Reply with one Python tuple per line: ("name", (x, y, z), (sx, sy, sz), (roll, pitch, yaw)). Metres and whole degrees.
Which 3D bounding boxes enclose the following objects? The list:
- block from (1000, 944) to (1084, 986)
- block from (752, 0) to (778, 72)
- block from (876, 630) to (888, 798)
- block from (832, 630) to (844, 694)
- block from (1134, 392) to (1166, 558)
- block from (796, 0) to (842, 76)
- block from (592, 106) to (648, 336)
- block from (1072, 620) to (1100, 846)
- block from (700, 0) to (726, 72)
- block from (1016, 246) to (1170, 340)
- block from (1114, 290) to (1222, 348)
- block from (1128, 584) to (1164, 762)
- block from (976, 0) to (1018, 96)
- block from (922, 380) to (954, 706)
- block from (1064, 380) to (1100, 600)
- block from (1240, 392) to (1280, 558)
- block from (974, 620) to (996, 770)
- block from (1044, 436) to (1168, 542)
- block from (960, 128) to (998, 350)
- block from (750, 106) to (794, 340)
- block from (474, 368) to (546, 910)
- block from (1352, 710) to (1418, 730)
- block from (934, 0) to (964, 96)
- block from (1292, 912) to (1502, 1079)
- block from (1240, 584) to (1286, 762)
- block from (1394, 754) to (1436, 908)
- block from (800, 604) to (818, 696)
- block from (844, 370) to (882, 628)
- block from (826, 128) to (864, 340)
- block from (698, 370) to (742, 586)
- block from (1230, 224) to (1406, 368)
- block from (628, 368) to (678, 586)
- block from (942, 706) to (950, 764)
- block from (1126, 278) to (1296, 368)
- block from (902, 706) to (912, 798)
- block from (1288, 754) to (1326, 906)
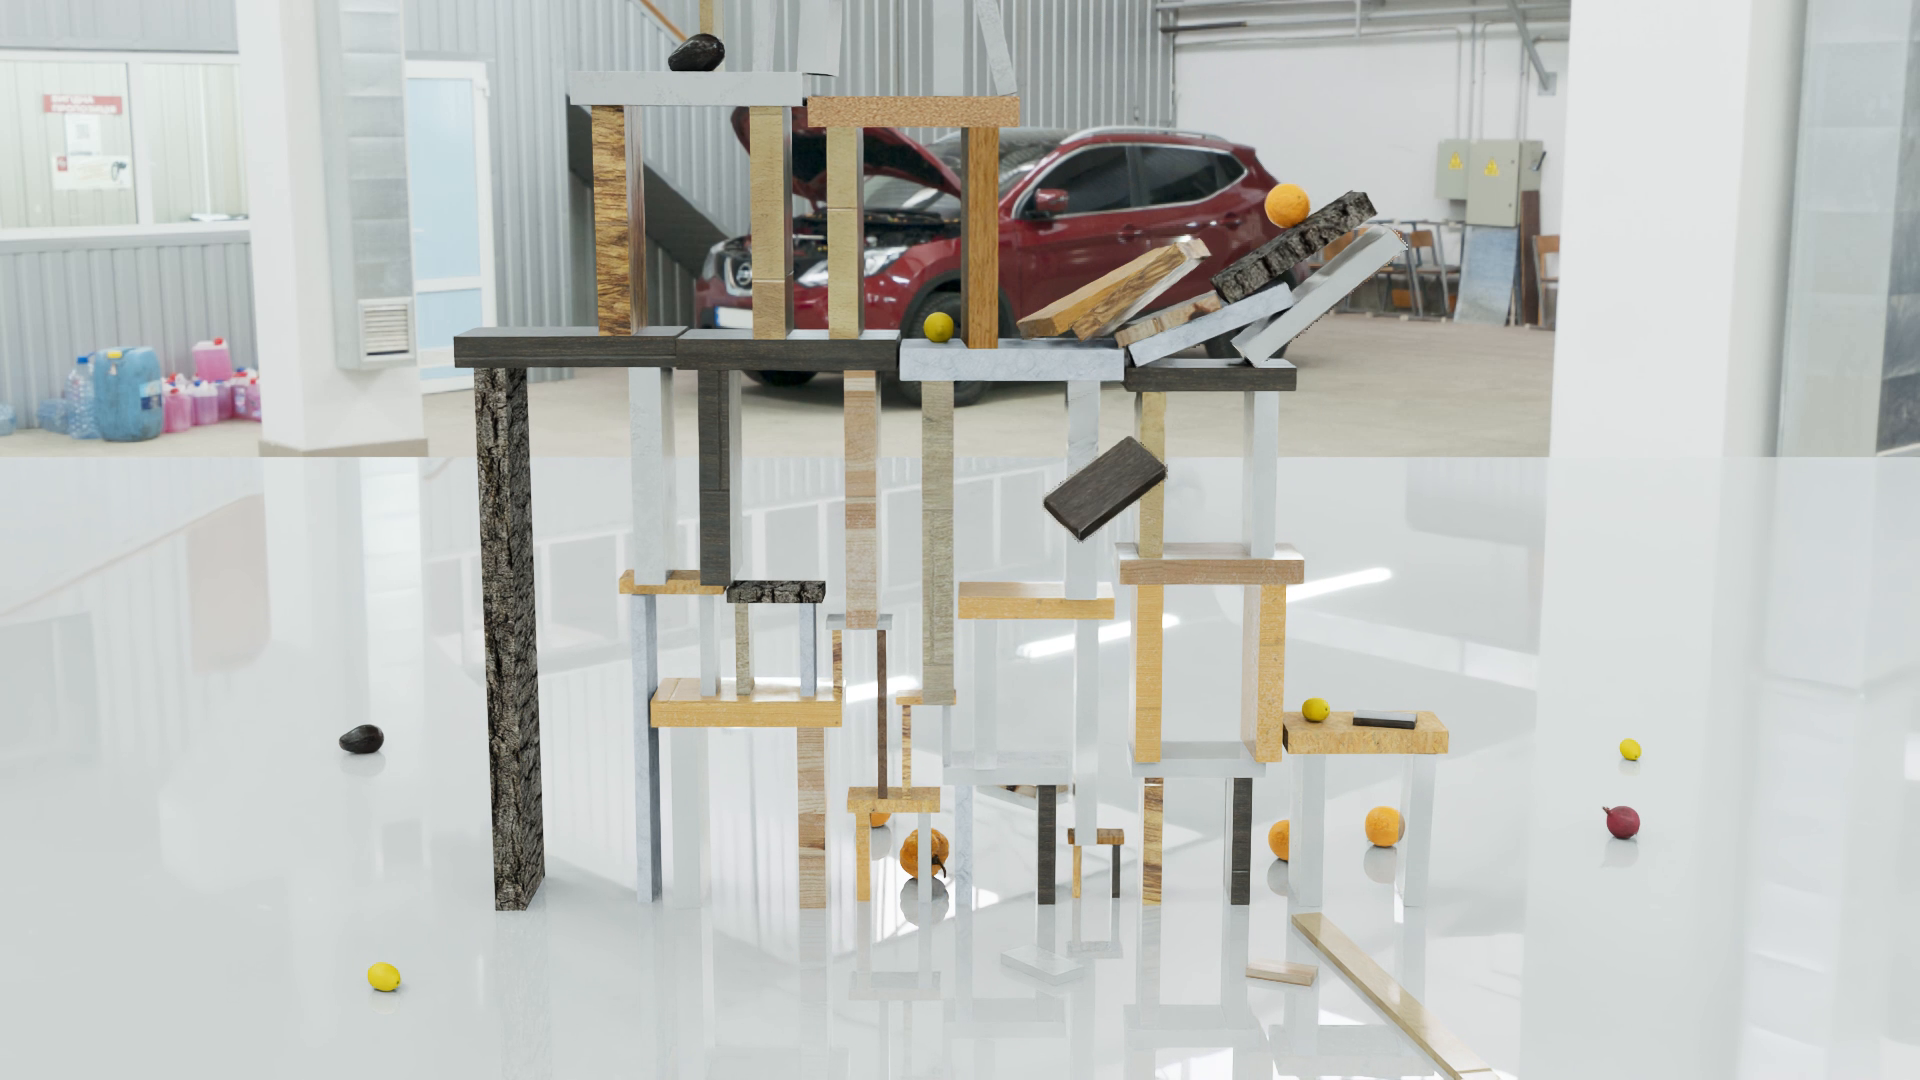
("block", (0.125, 0.644, 3.334), (0.060, 0.017, 0.121), (-9, 14, -40))
("block", (-0.301, -0.800, 3.405), (0.021, 0.151, 0.076), (5, 11, 2))
("block", (-0.127, 0.280, 3.609), (0.015, 0.284, 0.054), (0, 11, 0))
("block", (-0.199, 0.193, 3.593), (0.015, 0.107, 0.054), (0, 11, 0))
("block", (0.305, -0.115, 3.542), (0.038, 0.266, 0.133), (0, 11, 0))
("block", (-0.210, -0.877, 3.395), (0.044, 0.311, 0.155), (5, 11, 4))
("block", (-0.538, -0.508, 3.484), (0.050, 0.353, 0.176), (0, 11, 1))
("block", (0.206, 0.301, 3.611), (0.035, 0.378, 0.125), (0, 10, 1))
("block", (-0.387, -0.806, 3.435), (0.021, 0.151, 0.076), (1, 11, 7))
("block", (0.241, -0.406, 3.578), (0.303, 0.031, 0.110), (-30, 14, -26))
("block", (0.328, -0.349, 3.463), (0.169, 0.024, 0.085), (-20, 9, 10))
("block", (0.303, 0.202, 3.596), (0.041, 0.293, 0.146), (0, 11, 0))
("block", (0.048, -0.800, 3.413), (0.031, 0.220, 0.110), (-13, 10, 3))
("block", (-0.035, -0.008, 3.562), (0.049, 0.522, 0.175), (0, 11, 0))
("block", (0.195, -0.093, 3.547), (0.049, 0.349, 0.175), (0, 11, 1))
("block", (0.482, -0.114, 3.542), (0.038, 0.266, 0.133), (0, 11, 0))
("block", (0.041, 0.238, 3.602), (0.035, 0.250, 0.125), (0, 10, 0))
("block", (0.218, -0.078, 3.295), (0.169, 0.024, 0.085), (-37, 57, -14))
("block", (0.030, -0.479, 3.470), (0.046, 0.339, 0.162), (-1, 11, -4))
("block", (-0.296, -0.503, 3.469), (0.050, 0.356, 0.176), (0, 11, 0))
("block", (-0.734, 0.153, 3.592), (0.049, 0.887, 0.173), (0, 11, 0))
("block", (0.696, 0.294, 3.601), (0.099, 0.014, 0.050), (3, 11, 17))
("block", (-0.015, -0.862, 3.402), (0.044, 0.346, 0.155), (1, 11, 1))
("block", (0.630, 0.669, 3.207), (0.050, 0.014, 0.690), (-2, 11, -12))
("block", (0.495, 0.202, 3.595), (0.041, 0.292, 0.146), (-1, 11, -3))
("block", (0.755, 0.462, 3.645), (0.037, 0.259, 0.130), (3, 11, 5))
("block", (-0.247, 0.171, 3.587), (0.022, 0.154, 0.077), (0, 11, 0))
("block", (-0.155, -0.077, 3.546), (0.049, 0.412, 0.171), (0, 11, 1))
("block", (-0.180, -0.487, 3.470), (0.046, 0.324, 0.162), (0, 11, 1))
("block", (-0.385, -0.112, 3.543), (0.049, 0.343, 0.171), (1, 11, 1))
("block", (0.564, -0.388, 3.488), (0.295, 0.037, 0.132), (-39, 8, 7))
("block", (-0.493, -0.114, 3.543), (0.049, 0.346, 0.173), (0, 11, -1))
("block", (-0.022, 0.313, 3.613), (0.014, 0.099, 0.050), (0, 11, 0))
("block", (0.392, -0.347, 3.496), (0.265, 0.037, 0.132), (-21, 10, 4))
("block", (-0.087, 0.342, 3.619), (0.014, 0.159, 0.050), (0, 11, 0))
("block", (0.575, 0.462, 3.647), (0.037, 0.259, 0.130), (0, 11, 0))
